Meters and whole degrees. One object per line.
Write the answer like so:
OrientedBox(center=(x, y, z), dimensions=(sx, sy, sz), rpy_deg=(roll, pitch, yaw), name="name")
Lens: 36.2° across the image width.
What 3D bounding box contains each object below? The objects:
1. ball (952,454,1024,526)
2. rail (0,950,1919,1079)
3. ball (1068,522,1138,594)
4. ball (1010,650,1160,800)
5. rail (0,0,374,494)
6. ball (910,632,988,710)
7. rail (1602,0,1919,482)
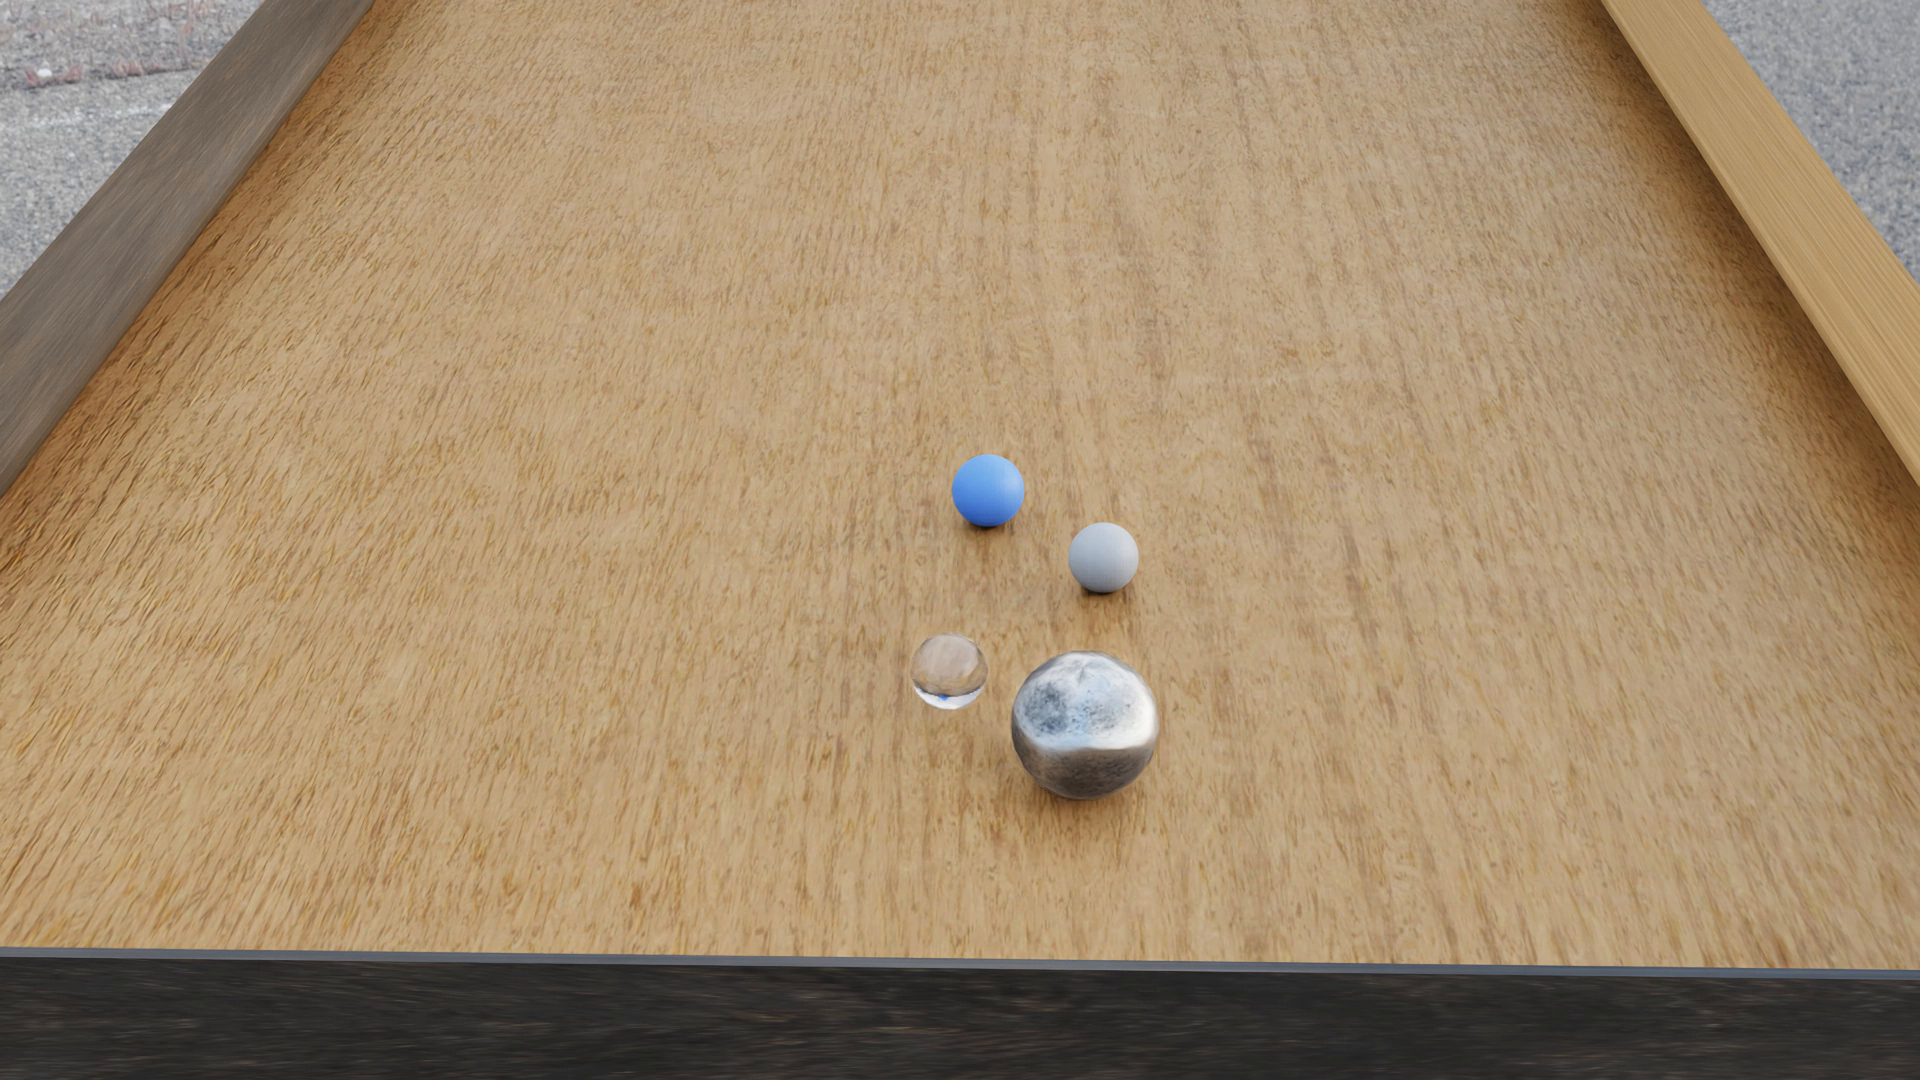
OrientedBox(center=(0.019, -0.034, 2.017), dimensions=(0.050, 0.050, 0.050), rpy_deg=(0, 26, 0), name="ball")
OrientedBox(center=(-0.013, 0.236, 1.366), dimensions=(1.357, 0.125, 0.045), rpy_deg=(1, 26, 1), name="rail")
OrientedBox(center=(0.094, 0.012, 1.926), dimensions=(0.046, 0.046, 0.046), rpy_deg=(0, 26, 0), name="ball")
OrientedBox(center=(0.072, 0.106, 1.685), dimensions=(0.086, 0.086, 0.086), rpy_deg=(0, 26, 0), name="ball")
OrientedBox(center=(-0.641, -0.315, 2.514), dimensions=(0.045, 0.125, 2.566), rpy_deg=(1, 26, 1), name="rail")
OrientedBox(center=(-0.007, 0.079, 1.784), dimensions=(0.047, 0.047, 0.047), rpy_deg=(0, 26, 0), name="ball")
OrientedBox(center=(0.668, -0.303, 2.488), dimensions=(0.045, 0.125, 2.566), rpy_deg=(1, 26, 1), name="rail")
